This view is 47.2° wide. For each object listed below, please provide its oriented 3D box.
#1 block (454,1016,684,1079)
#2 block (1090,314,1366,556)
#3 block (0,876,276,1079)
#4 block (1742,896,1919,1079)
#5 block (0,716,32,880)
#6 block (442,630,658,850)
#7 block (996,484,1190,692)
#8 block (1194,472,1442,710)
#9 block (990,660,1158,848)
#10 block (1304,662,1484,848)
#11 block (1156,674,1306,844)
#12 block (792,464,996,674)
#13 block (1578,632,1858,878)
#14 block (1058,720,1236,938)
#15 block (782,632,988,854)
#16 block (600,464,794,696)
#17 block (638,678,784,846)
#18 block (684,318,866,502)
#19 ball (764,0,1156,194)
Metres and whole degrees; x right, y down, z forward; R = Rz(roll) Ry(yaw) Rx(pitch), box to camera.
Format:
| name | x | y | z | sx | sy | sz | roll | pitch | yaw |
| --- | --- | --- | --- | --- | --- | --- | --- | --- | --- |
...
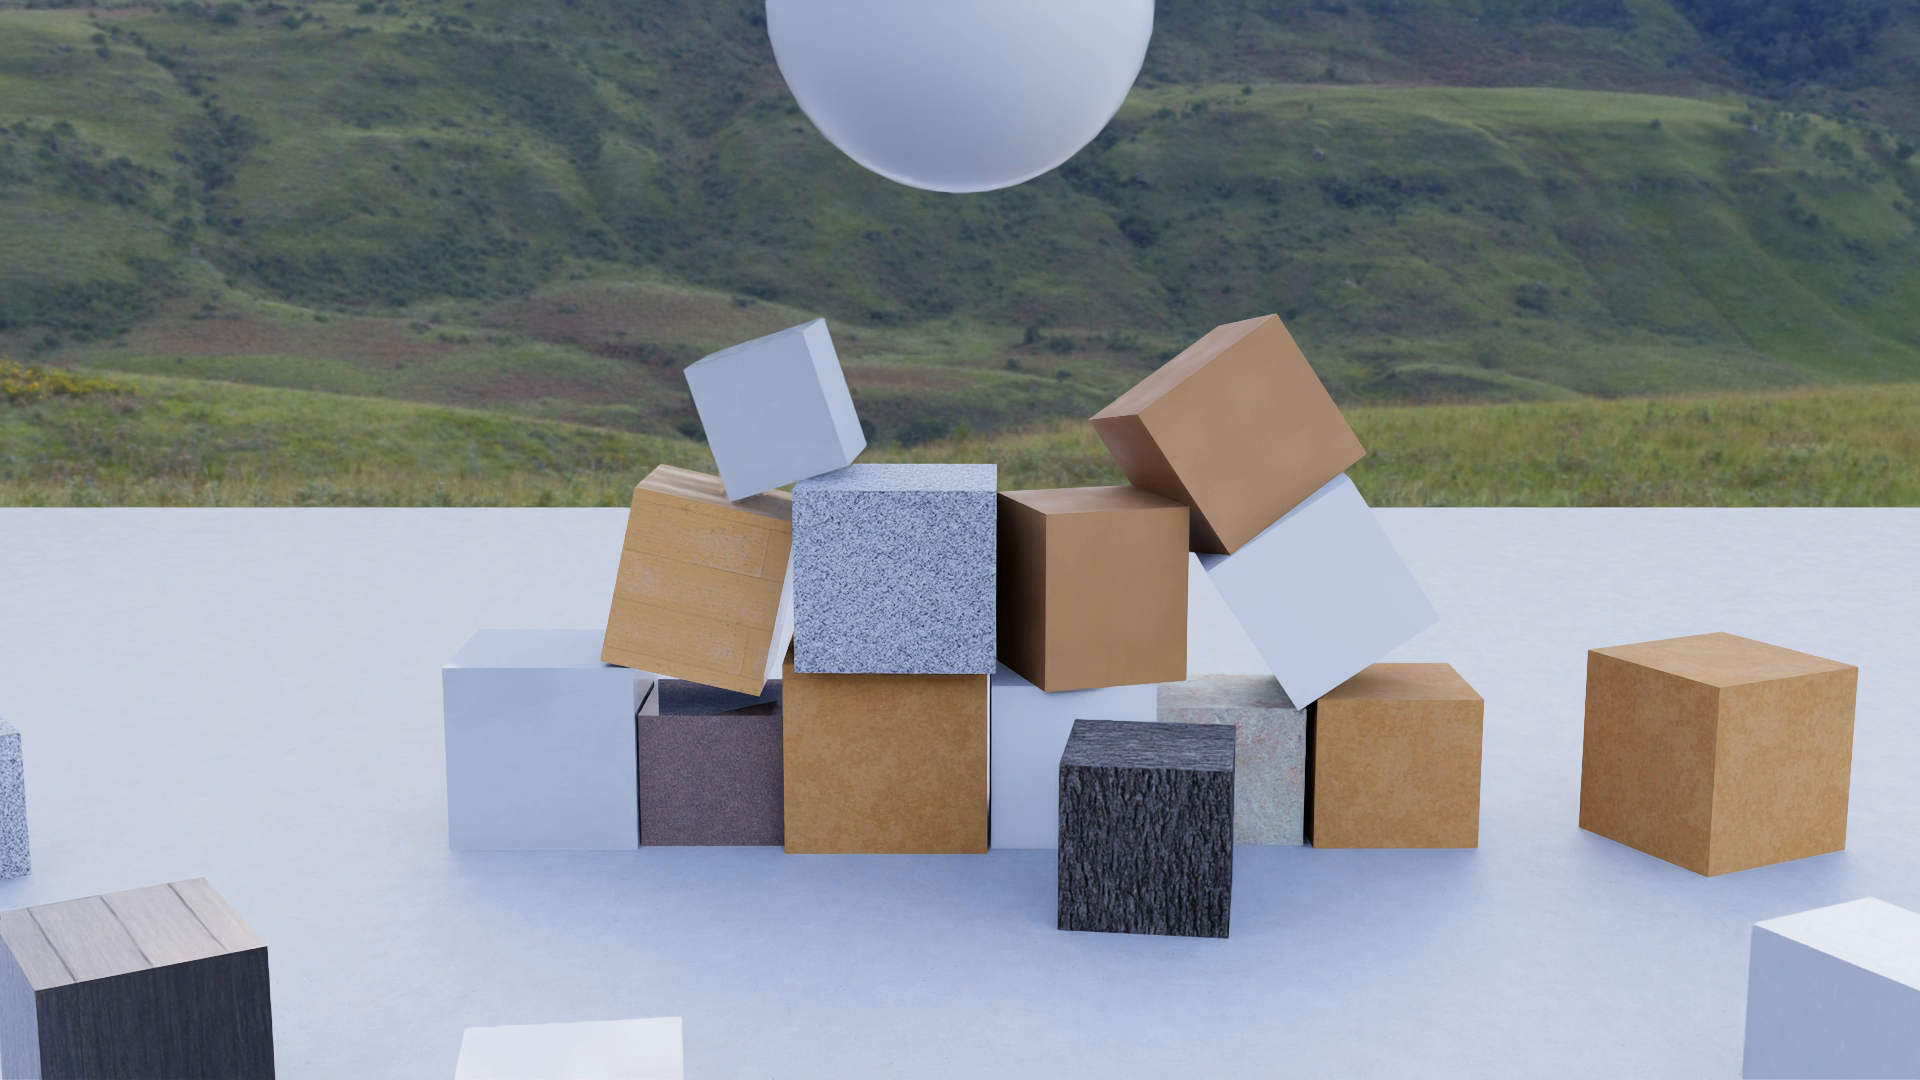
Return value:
| name | x | y | z | sx | sy | sz | roll | pitch | yaw |
| --- | --- | --- | --- | --- | --- | --- | --- | --- | --- |
| block | -1.212 | 1.973 | 6.884 | 0.700 | 0.654 | 0.792 | -1 | 10 | -8 |
| block | 1.350 | -0.530 | 11.226 | 0.877 | 0.841 | 0.824 | -36 | 9 | -10 |
| block | -2.978 | 1.749 | 7.911 | 0.764 | 0.729 | 0.874 | -7 | 12 | -32 |
| block | 3.382 | 1.773 | 7.983 | 0.628 | 0.654 | 0.774 | -5 | 12 | -27 |
| block | -4.961 | 1.260 | 10.656 | 0.669 | 0.709 | 0.648 | -7 | 13 | -36 |
| block | -2.088 | 1.014 | 11.372 | 0.943 | 0.936 | 0.873 | 0 | 10 | 0 |
| block | 0.661 | 0.228 | 11.151 | 0.755 | 0.883 | 0.730 | -3 | 11 | -18 |
| block | 1.791 | 0.207 | 11.196 | 0.835 | 0.845 | 0.760 | -33 | 9 | 6 |
| block | 0.568 | 1.062 | 11.377 | 0.822 | 0.839 | 0.837 | 0 | 10 | 0 |
| block | 2.184 | 1.101 | 11.362 | 0.828 | 0.769 | 0.785 | 0 | 10 | -1 |
| block | 1.366 | 1.125 | 11.397 | 0.747 | 0.710 | 0.717 | 0 | 10 | 1 |
| block | -0.305 | 0.126 | 10.966 | 0.972 | 0.892 | 0.886 | 0 | 10 | 1 |
| block | 3.821 | 1.056 | 11.124 | 0.929 | 0.942 | 0.891 | -5 | 12 | -27 |
| block | 0.874 | 1.317 | 10.168 | 0.765 | 0.771 | 0.792 | 1 | 10 | 8 |
| block | -0.369 | 1.002 | 11.346 | 1.007 | 0.969 | 0.965 | 0 | 10 | 0 |
| block | -1.278 | 0.187 | 11.186 | 0.805 | 0.889 | 0.823 | 13 | 10 | -1 |
| block | -1.245 | 1.141 | 11.397 | 0.721 | 0.678 | 0.759 | 0 | 10 | 0 |
| block | -0.911 | -0.658 | 10.982 | 0.621 | 0.688 | 0.597 | -17 | 10 | 10 |
| ball | 0.000 | -2.226 | 8.990 | 1.600 | 1.600 | 1.600 | 0 | 10 | 0 |
